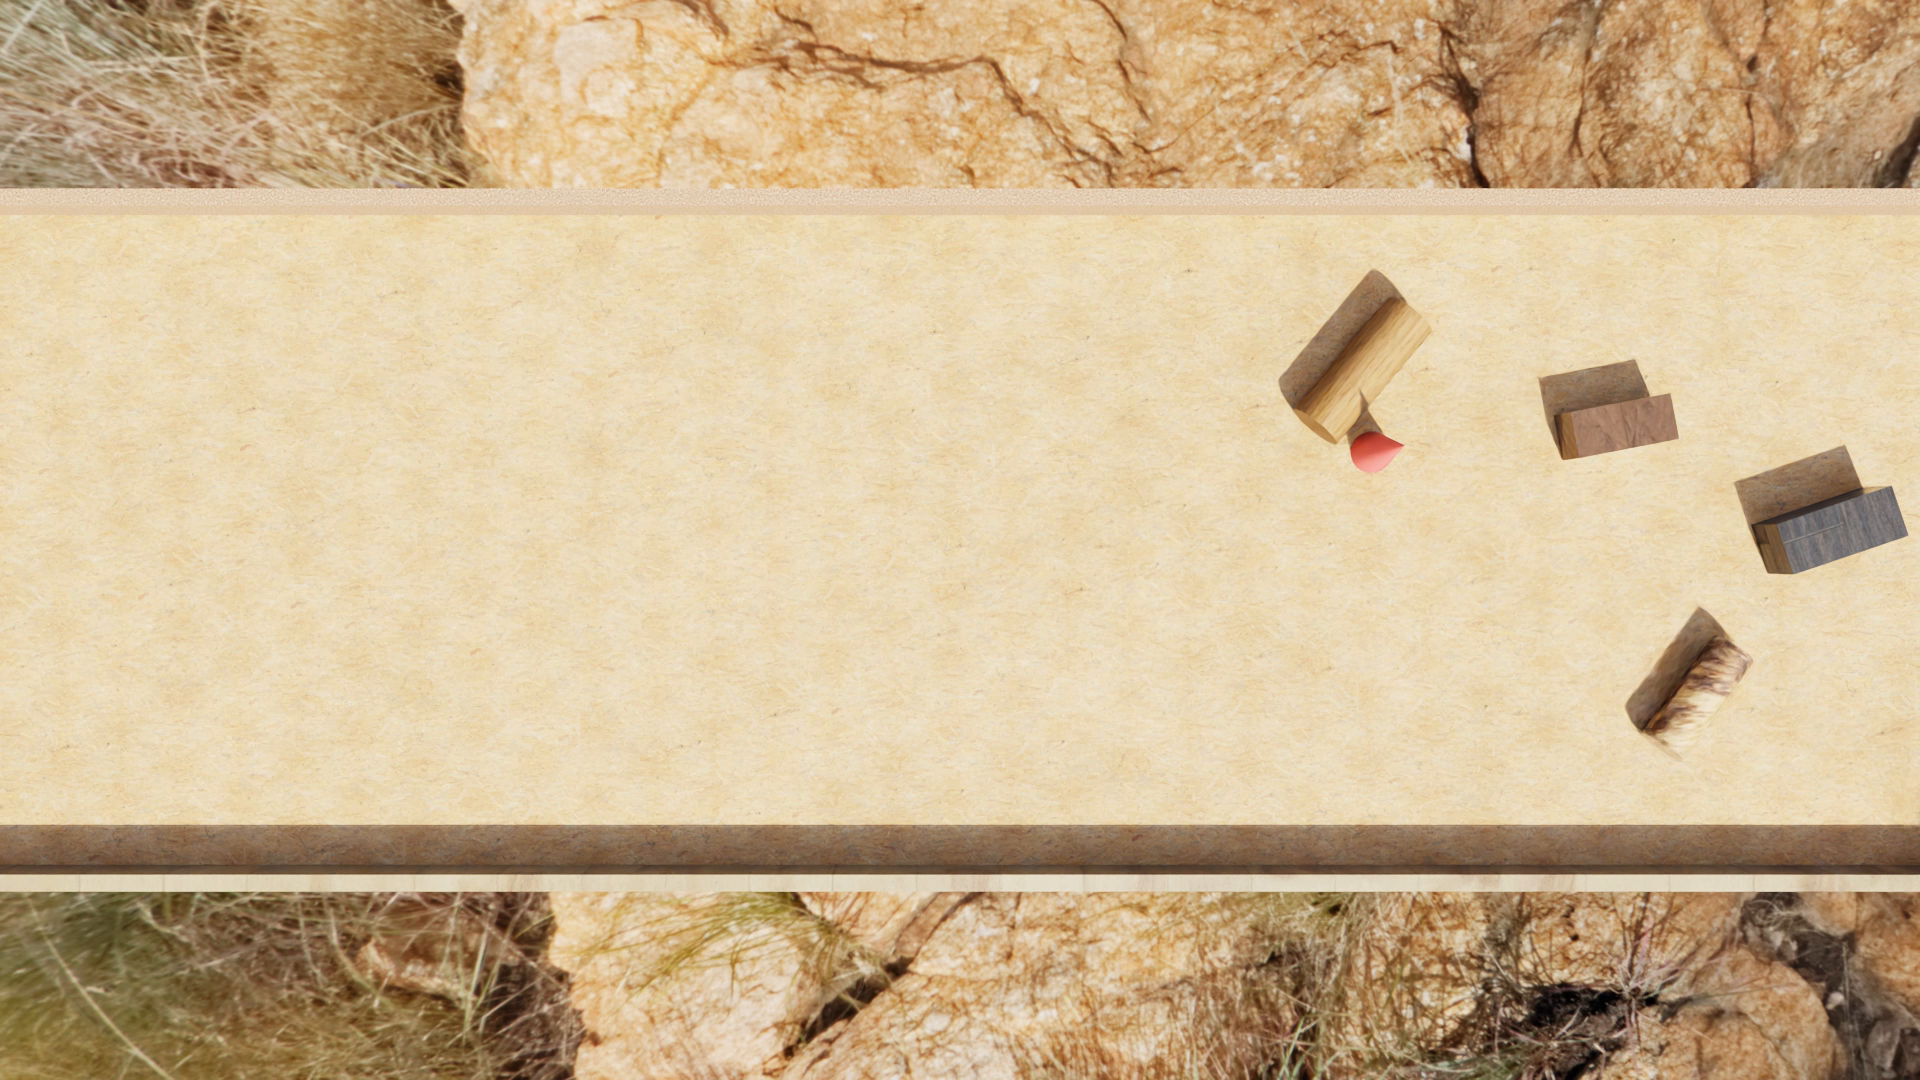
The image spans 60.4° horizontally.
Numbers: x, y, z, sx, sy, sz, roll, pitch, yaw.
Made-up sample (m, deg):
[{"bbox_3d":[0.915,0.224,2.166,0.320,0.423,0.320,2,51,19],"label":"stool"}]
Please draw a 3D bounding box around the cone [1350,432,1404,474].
[{"bbox_3d":[1.266,-0.270,4.884,0.128,0.384,0.128,0,90,0],"label":"cone"}]

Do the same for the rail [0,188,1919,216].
[{"bbox_3d":[-2.247,-1.025,5.002,12.000,0.150,0.050,0,90,0],"label":"rail"}]

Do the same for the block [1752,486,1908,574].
[{"bbox_3d":[2.632,-0.030,4.997,0.363,0.159,0.159,-19,90,0],"label":"block"}]

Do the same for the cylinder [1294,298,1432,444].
[{"bbox_3d":[1.218,-0.511,4.993,0.166,0.166,0.442,40,90,0],"label":"cylinder"}]

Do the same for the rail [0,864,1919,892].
[{"bbox_3d":[-2.247,1.025,5.001,12.000,0.150,0.050,0,90,0],"label":"rail"}]

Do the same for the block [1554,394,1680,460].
[{"bbox_3d":[1.990,-0.343,5.006,0.305,0.141,0.141,-11,90,0],"label":"block"}]

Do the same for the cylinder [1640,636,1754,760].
[{"bbox_3d":[2.238,0.480,5.008,0.136,0.136,0.367,37,90,0],"label":"cylinder"}]
